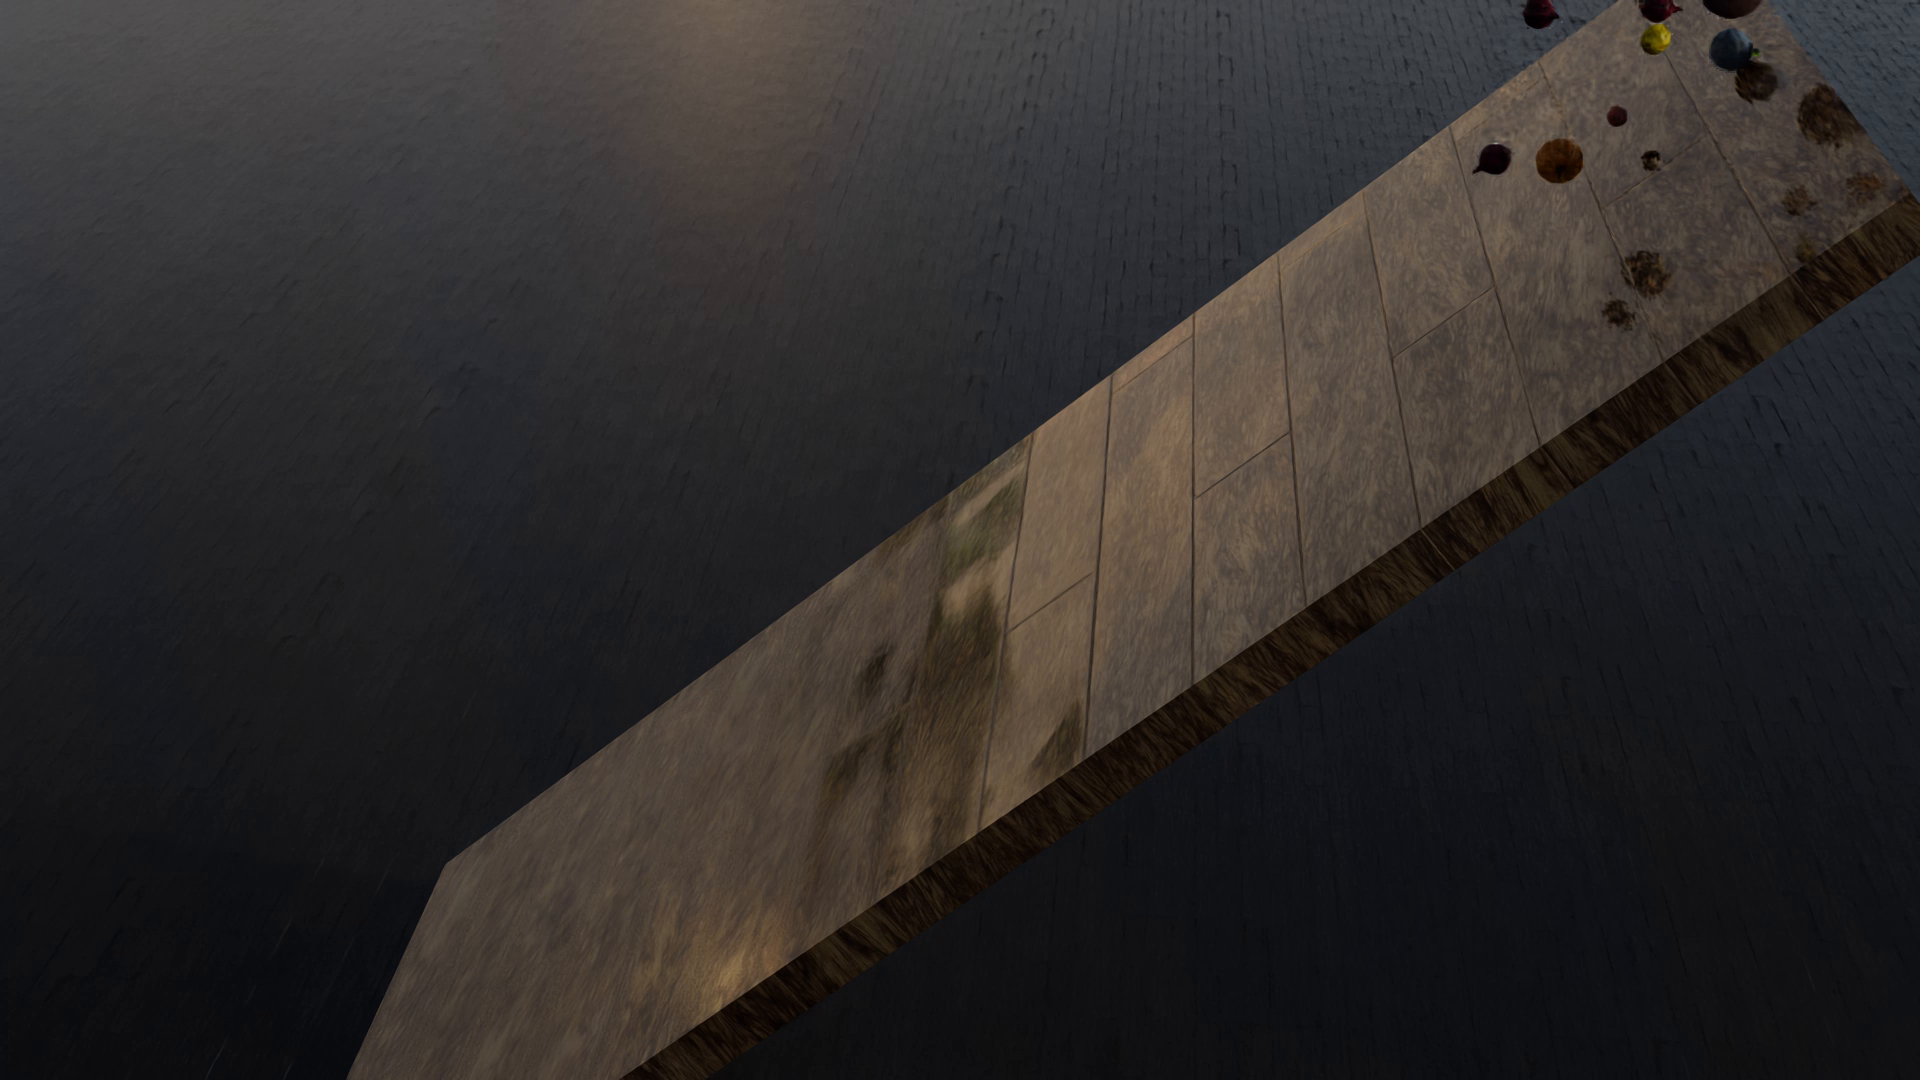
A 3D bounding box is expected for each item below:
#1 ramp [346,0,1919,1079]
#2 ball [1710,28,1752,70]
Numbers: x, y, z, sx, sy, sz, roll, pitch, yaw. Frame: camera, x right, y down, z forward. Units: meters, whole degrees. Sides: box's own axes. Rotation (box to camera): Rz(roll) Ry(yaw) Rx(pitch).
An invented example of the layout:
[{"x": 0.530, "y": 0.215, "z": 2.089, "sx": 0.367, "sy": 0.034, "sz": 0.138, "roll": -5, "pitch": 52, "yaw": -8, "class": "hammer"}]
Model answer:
[{"x": 0.120, "y": 0.186, "z": 6.343, "sx": 4.000, "sy": 0.100, "sz": 2.000, "roll": -36, "pitch": 16, "yaw": 18, "class": "ramp"}, {"x": 1.520, "y": -0.966, "z": 5.796, "sx": 0.080, "sy": 0.080, "sz": 0.080, "roll": 0, "pitch": 24, "yaw": 0, "class": "ball"}]
